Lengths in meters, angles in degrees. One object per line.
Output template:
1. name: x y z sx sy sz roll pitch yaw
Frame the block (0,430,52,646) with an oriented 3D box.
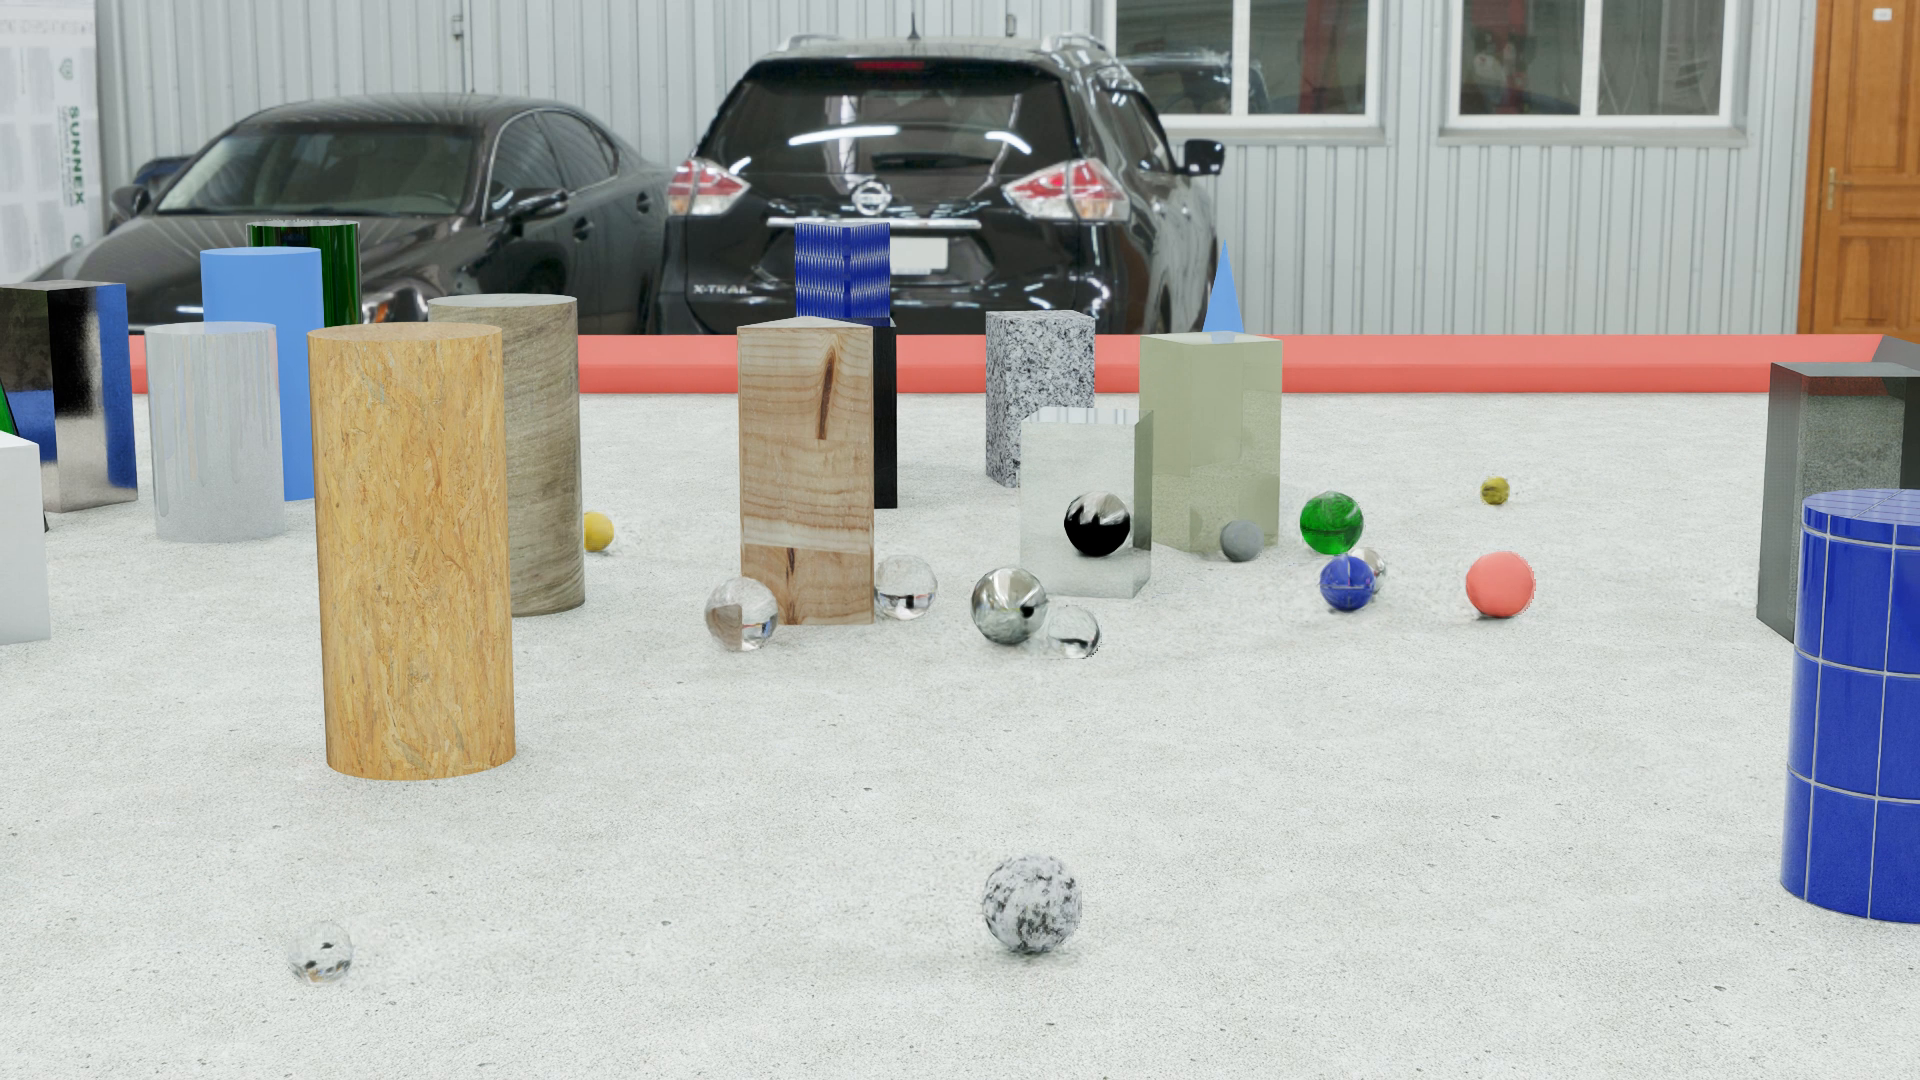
1. block: -1.279 0.000 3.291 0.159 0.253 0.159 -8 13 -37

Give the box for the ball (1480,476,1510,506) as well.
1. ball: 0.897 -0.083 4.300 0.050 0.050 0.050 0 10 0

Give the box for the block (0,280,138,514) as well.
1. block: -1.504 -0.244 4.296 0.159 0.367 0.159 7 12 32

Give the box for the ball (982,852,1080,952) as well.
1. ball: 0.059 0.301 2.133 0.083 0.083 0.083 0 10 0

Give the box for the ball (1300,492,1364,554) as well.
1. ball: 0.560 -0.025 3.861 0.096 0.096 0.096 0 10 0

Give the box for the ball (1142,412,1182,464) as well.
1. ball: 0.385 -0.188 4.744 0.095 0.095 0.095 0 10 0

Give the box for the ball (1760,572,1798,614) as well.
1. ball: 1.106 0.070 3.453 0.056 0.056 0.056 0 10 0

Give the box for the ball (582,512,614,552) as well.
1. ball: -0.555 -0.013 3.888 0.061 0.061 0.061 0 10 0

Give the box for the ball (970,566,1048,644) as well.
1. ball: 0.062 0.084 3.263 0.099 0.099 0.099 0 10 0

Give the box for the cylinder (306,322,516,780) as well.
1. cylinder: -0.575 0.007 2.702 0.198 0.454 0.198 0 10 0

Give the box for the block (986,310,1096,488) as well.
1. block: 0.141 -0.252 4.543 0.159 0.293 0.159 -2 11 -12

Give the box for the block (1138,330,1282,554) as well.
1. block: 0.383 -0.154 3.953 0.159 0.316 0.159 -5 12 -25

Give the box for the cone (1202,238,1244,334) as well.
1. cone: 0.440 -0.284 4.306 0.198 0.443 0.198 0 10 0

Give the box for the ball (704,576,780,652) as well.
1. ball: -0.275 0.093 3.225 0.094 0.094 0.094 0 10 0

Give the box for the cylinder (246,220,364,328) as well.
1. cylinder: -1.185 -0.352 4.664 0.198 0.446 0.198 0 10 0

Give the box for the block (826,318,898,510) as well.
1. block: -0.190 -0.215 4.313 0.159 0.304 0.159 -1 11 -5

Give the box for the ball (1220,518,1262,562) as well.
1. ball: 0.418 0.000 3.813 0.063 0.063 0.063 0 10 0

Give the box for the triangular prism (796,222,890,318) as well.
1. triangular prism: -0.191 -0.359 4.712 0.149 0.442 0.172 -7 13 -35

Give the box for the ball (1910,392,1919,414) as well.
1. ball: 2.028 -0.287 5.399 0.052 0.052 0.052 0 10 0

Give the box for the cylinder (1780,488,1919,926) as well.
1. cylinder: 0.837 0.142 2.265 0.198 0.347 0.198 0 10 0

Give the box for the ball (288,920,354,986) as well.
1. ball: -0.512 0.331 2.056 0.051 0.051 0.051 0 10 0

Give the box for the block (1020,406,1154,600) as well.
1. block: 0.180 -0.055 3.616 0.159 0.243 0.159 3 11 13

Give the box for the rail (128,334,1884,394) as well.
1. rail: -0.013 -0.392 5.744 4.184 0.129 0.045 0 10 0

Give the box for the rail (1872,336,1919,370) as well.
1. rail: 2.068 0.031 3.460 0.045 0.129 4.717 0 10 0

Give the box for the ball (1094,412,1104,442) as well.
1. ball: 0.248 -0.220 4.994 0.066 0.066 0.066 0 10 0

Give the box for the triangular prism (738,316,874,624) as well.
1. triangular prism: -0.203 -0.095 3.424 0.172 0.393 0.149 0 10 -2

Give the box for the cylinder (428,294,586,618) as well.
1. cylinder: -0.615 -0.118 3.483 0.198 0.415 0.198 0 10 0

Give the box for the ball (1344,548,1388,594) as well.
1. ball: 0.558 0.045 3.559 0.068 0.068 0.068 0 10 0

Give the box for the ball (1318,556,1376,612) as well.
1. ball: 0.523 0.058 3.465 0.076 0.076 0.076 0 10 0

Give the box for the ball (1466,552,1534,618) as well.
1. ball: 0.719 0.060 3.422 0.089 0.089 0.089 0 10 0

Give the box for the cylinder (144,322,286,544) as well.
1. cylinder: -1.168 -0.172 4.027 0.198 0.323 0.198 0 10 0

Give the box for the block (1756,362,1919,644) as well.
1. block: 1.142 -0.050 3.317 0.159 0.343 0.159 0 10 1

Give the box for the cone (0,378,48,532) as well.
1. cone: -1.543 -0.224 4.012 0.198 0.431 0.198 0 10 0

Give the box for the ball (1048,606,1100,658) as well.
1. ball: 0.141 0.115 3.187 0.065 0.065 0.065 0 10 0

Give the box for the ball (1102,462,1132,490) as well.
1. ball: 0.273 -0.112 4.452 0.051 0.051 0.051 0 10 0

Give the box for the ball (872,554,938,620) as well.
1. ball: -0.074 0.062 3.408 0.088 0.088 0.088 0 10 0

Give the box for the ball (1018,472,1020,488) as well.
1. ball: 0.142 -0.100 4.279 0.091 0.091 0.091 0 10 0

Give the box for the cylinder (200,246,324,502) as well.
1. cylinder: -1.186 -0.286 4.390 0.198 0.416 0.198 0 10 0
